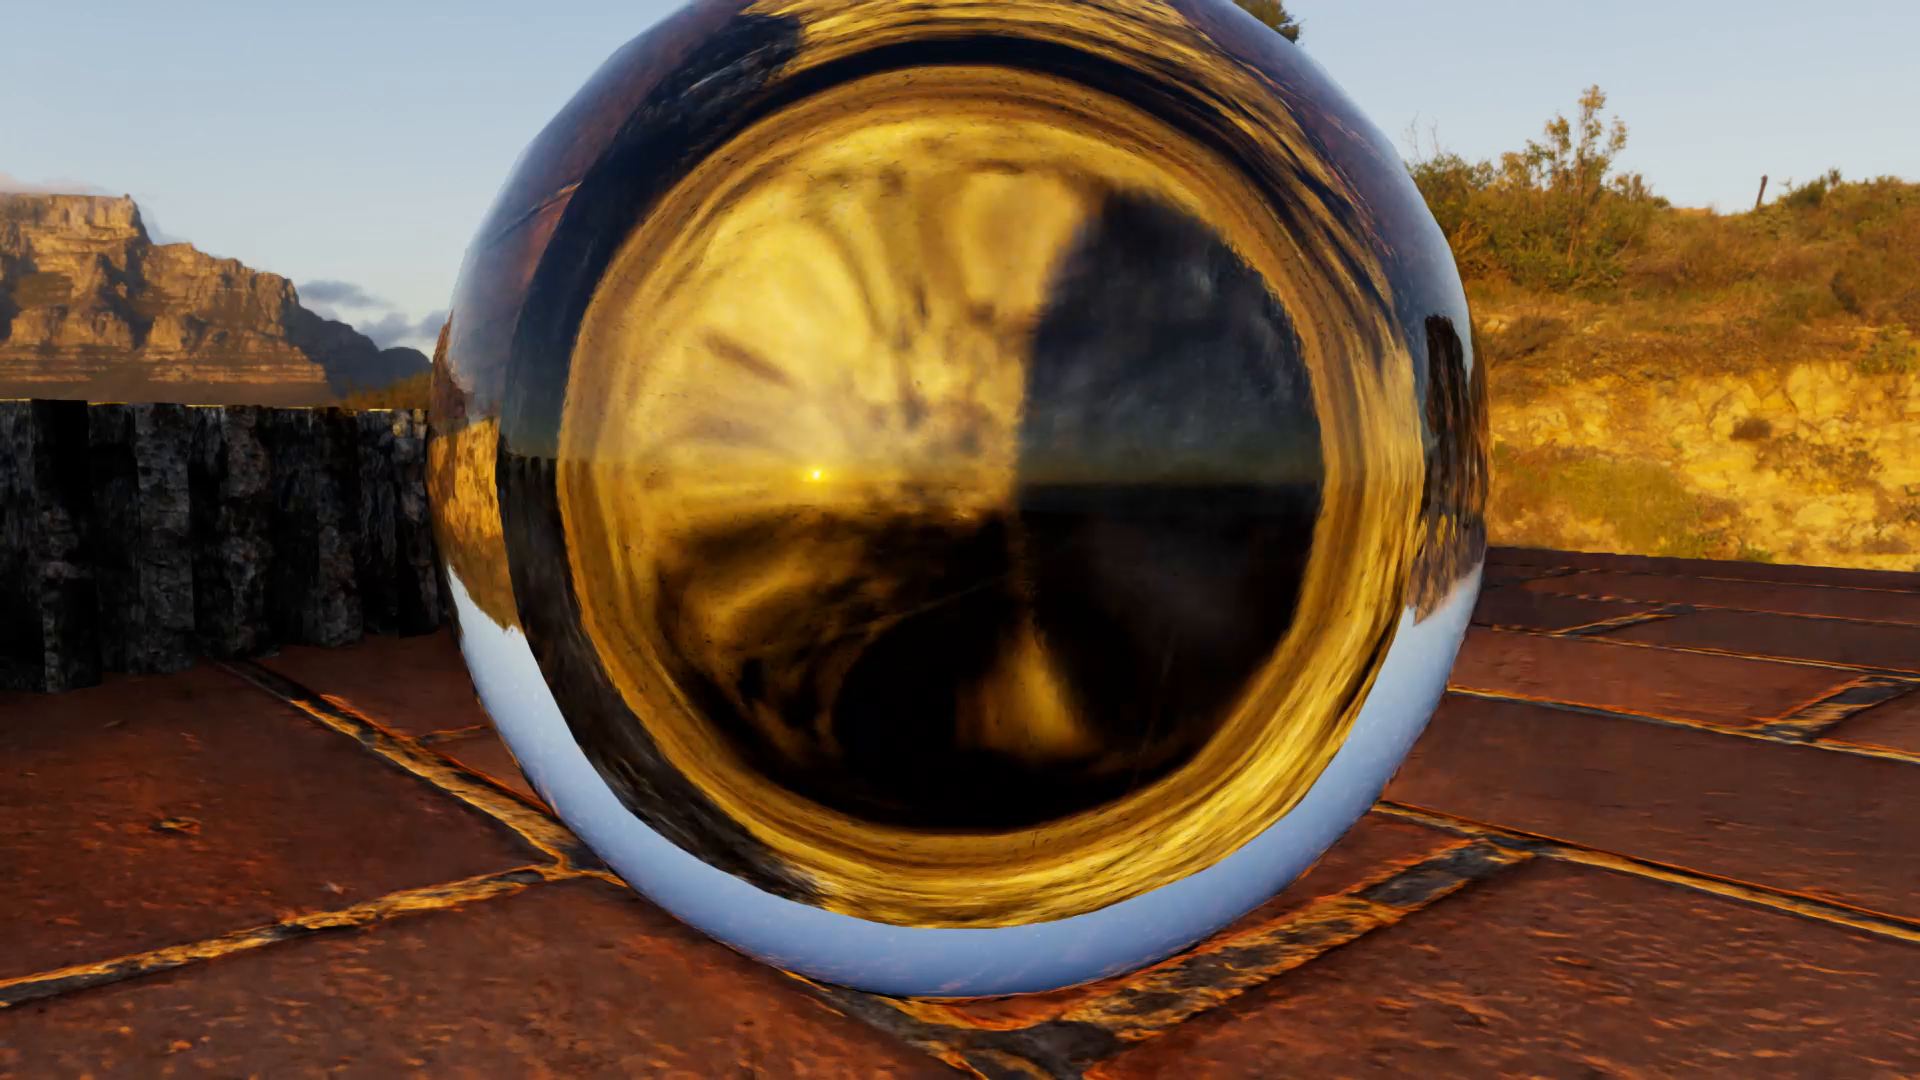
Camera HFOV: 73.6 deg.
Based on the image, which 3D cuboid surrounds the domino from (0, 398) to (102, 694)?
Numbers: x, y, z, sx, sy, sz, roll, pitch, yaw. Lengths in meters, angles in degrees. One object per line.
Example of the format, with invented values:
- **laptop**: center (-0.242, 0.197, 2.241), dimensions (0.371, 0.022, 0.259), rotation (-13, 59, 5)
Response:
- **domino**: center (-0.165, 0.001, 0.225), dimensions (0.025, 0.050, 0.010), rotation (2, 5, 21)

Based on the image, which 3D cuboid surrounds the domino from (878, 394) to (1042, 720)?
- **domino**: center (0.000, 0.002, 0.201), dimensions (0.025, 0.050, 0.010), rotation (0, 4, 0)

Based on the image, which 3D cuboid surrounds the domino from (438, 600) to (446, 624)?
- **domino**: center (-0.118, -0.005, 0.305), dimensions (0.010, 0.050, 0.025), rotation (-4, 6, -45)

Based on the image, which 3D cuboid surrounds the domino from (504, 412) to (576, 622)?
- **domino**: center (-0.104, -0.006, 0.316), dimensions (0.009, 0.050, 0.025), rotation (-3, 5, -33)

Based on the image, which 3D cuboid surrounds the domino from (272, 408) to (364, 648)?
- **domino**: center (-0.141, -0.003, 0.275), dimensions (0.025, 0.050, 0.010), rotation (3, 5, 32)

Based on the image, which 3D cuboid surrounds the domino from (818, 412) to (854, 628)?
- **domino**: center (-0.021, -0.006, 0.308), dimensions (0.025, 0.050, 0.009), rotation (-3, 5, -39)

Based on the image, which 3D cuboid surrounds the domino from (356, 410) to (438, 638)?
- **domino**: center (-0.130, -0.004, 0.291), dimensions (0.025, 0.050, 0.009), rotation (3, 5, 36)

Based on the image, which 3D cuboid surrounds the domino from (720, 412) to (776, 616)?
- **domino**: center (-0.051, -0.007, 0.328), dimensions (0.010, 0.050, 0.025), rotation (1, 4, 15)

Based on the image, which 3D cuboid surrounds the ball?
- **ball**: center (0.000, -0.005, 0.103), dimensions (0.080, 0.080, 0.080), rotation (0, 4, 0)

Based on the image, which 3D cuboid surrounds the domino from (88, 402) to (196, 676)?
- **domino**: center (-0.159, -0.001, 0.243), dimensions (0.025, 0.050, 0.010), rotation (2, 5, 23)

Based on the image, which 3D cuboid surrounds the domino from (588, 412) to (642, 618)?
- **domino**: center (-0.087, -0.007, 0.325), dimensions (0.009, 0.050, 0.025), rotation (-2, 5, -22)

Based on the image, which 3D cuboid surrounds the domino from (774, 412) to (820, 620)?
- **domino**: center (-0.034, -0.006, 0.320), dimensions (0.009, 0.050, 0.025), rotation (3, 5, 34)

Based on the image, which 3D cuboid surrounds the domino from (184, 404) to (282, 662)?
- **domino**: center (-0.150, -0.002, 0.259), dimensions (0.025, 0.050, 0.009), rotation (2, 5, 29)

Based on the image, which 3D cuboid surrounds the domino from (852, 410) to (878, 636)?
- **domino**: center (-0.011, -0.004, 0.292), dimensions (0.025, 0.050, 0.009), rotation (-2, 5, -25)

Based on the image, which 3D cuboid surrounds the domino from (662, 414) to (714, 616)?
- **domino**: center (-0.069, -0.007, 0.330), dimensions (0.010, 0.050, 0.025), rotation (0, 4, -5)
